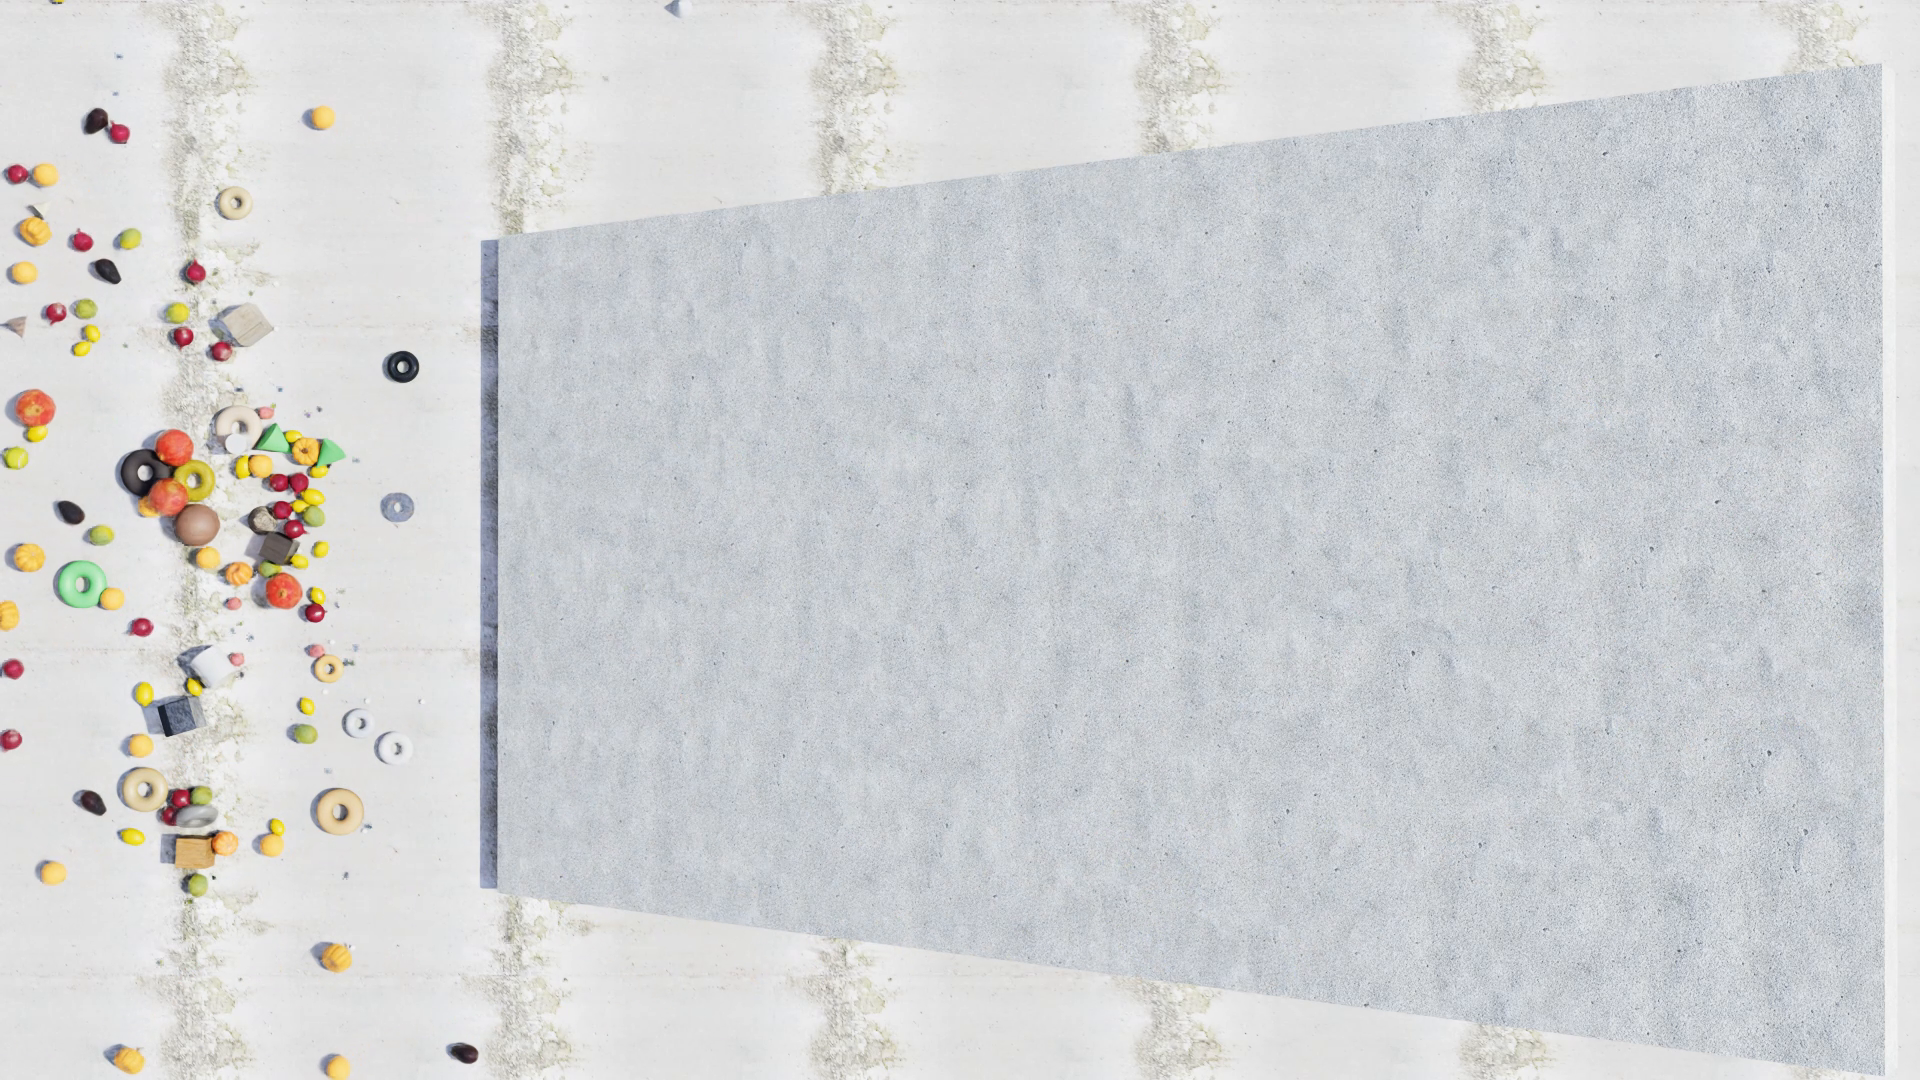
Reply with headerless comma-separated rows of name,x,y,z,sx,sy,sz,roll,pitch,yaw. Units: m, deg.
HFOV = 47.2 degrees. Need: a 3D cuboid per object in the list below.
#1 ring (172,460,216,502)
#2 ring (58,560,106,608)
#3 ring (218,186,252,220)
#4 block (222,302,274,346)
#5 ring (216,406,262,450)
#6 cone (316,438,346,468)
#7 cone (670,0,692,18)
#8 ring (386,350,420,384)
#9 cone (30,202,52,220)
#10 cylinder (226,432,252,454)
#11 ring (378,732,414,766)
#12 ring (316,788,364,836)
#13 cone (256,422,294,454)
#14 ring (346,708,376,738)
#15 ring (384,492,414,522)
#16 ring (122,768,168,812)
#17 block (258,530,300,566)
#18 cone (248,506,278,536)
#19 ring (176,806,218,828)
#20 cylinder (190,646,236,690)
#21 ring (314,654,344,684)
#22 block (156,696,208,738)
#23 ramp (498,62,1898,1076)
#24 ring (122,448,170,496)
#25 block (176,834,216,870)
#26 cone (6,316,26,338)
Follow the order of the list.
ring,-2.354,-0.183,6.759,0.131,0.044,0.131,0,93,-1
ring,-2.695,0.137,6.754,0.149,0.050,0.149,0,90,1
ring,-2.229,-1.037,6.770,0.104,0.035,0.104,0,90,-1
block,-2.181,-0.660,6.738,0.093,0.093,0.093,-36,90,0
ring,-2.216,-0.342,6.758,0.146,0.049,0.146,0,89,1
cone,-1.945,-0.251,6.741,0.088,0.088,0.088,45,95,0
cone,-0.860,-1.644,6.758,0.067,0.067,0.067,0,90,0
ring,-1.714,-0.533,6.767,0.101,0.034,0.101,0,88,-1
cone,-2.821,-1.026,6.773,0.061,0.061,0.061,42,63,0
cylinder,-2.197,-0.295,6.704,0.063,0.063,0.063,0,96,-1
ring,-1.733,0.642,6.757,0.106,0.035,0.106,0,91,0
ring,-1.902,0.834,6.749,0.146,0.049,0.146,0,90,1
cone,-2.088,-0.292,6.759,0.099,0.099,0.099,38,90,-26
ring,-1.843,0.564,6.760,0.093,0.031,0.093,0,89,1
ring,-1.724,-0.100,6.764,0.095,0.032,0.095,0,91,1
ring,-2.501,0.767,6.751,0.139,0.046,0.139,0,90,-1
block,-2.085,0.026,6.739,0.081,0.081,0.081,25,90,0
cone,-2.149,-0.060,6.734,0.092,0.092,0.092,0,90,0
ring,-2.331,0.846,6.717,0.126,0.126,0.042,-16,68,0
cylinder,-2.284,0.390,6.727,0.098,0.098,0.098,-39,90,0
ring,-1.940,0.396,6.762,0.089,0.030,0.089,0,91,-1
block,-2.378,0.540,6.726,0.098,0.098,0.098,-16,90,0
ramp,0.237,0.066,5.558,4.000,0.100,2.000,0,89,36
ring,-2.503,-0.206,6.756,0.148,0.049,0.148,0,89,-1
block,-2.337,0.954,6.727,0.090,0.090,0.090,3,90,0
cone,-2.897,-0.649,6.771,0.060,0.060,0.060,-9,116,0
